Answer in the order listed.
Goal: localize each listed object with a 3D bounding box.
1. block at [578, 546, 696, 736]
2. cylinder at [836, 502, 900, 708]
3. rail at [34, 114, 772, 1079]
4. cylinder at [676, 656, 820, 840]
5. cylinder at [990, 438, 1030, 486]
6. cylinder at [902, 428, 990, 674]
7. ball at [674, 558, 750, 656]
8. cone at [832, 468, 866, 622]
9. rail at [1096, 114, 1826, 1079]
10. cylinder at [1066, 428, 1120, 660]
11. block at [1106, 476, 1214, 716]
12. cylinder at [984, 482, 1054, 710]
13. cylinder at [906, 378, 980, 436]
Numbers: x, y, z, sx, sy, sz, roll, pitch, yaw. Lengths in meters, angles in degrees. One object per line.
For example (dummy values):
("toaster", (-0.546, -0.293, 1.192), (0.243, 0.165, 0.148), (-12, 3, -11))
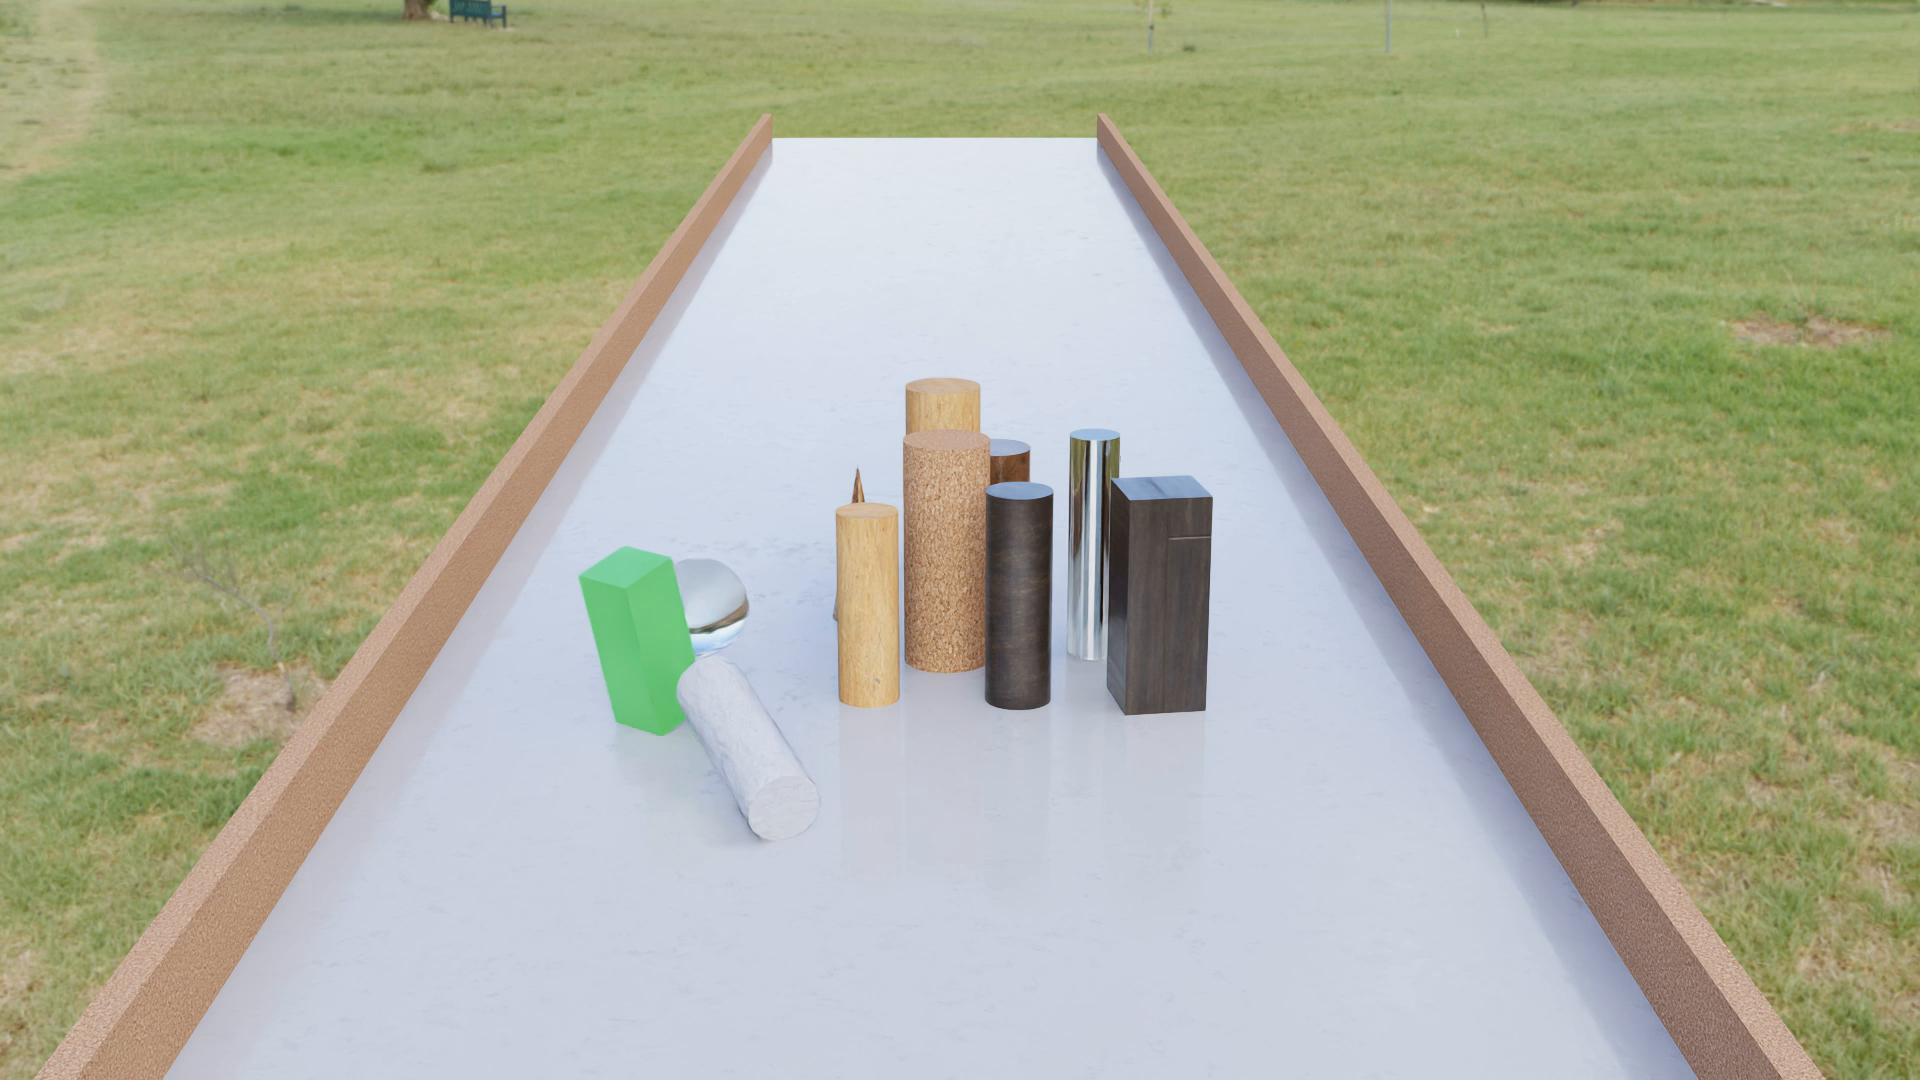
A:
("block", (-0.579, 0.185, 4.018), (0.120, 0.314, 0.120), (13, 35, 36))
("cylinder", (-0.174, 0.123, 4.162), (0.117, 0.371, 0.117), (0, 17, 0))
("rail", (-1.118, -0.838, 7.780), (0.050, 0.150, 12.000), (0, 17, -1))
("cylinder", (-0.362, 0.346, 3.715), (0.124, 0.124, 0.395), (-7, 29, -23))
("cylinder", (0.074, -0.016, 4.631), (0.148, 0.370, 0.148), (0, 17, 0))
("cylinder", (-0.026, 0.021, 4.359), (0.171, 0.454, 0.171), (0, 17, 0))
("ball", (-0.489, 0.125, 4.126), (0.184, 0.184, 0.184), (0, 17, 0))
("cone", (-0.213, 0.001, 4.633), (0.117, 0.336, 0.117), (0, 17, 0))
("rail", (0.932, -0.844, 7.801), (0.050, 0.150, 12.000), (0, 17, -1))
("cylinder", (0.266, 0.009, 4.400), (0.100, 0.454, 0.100), (0, 17, 0))
("block", (0.374, 0.103, 4.146), (0.156, 0.419, 0.156), (-3, 17, -9))
("cylinder", (0.111, 0.106, 4.148), (0.127, 0.412, 0.127), (0, 17, 0))
("cylinder", (-0.038, -0.128, 4.889), (0.166, 0.439, 0.166), (0, 17, 0))
